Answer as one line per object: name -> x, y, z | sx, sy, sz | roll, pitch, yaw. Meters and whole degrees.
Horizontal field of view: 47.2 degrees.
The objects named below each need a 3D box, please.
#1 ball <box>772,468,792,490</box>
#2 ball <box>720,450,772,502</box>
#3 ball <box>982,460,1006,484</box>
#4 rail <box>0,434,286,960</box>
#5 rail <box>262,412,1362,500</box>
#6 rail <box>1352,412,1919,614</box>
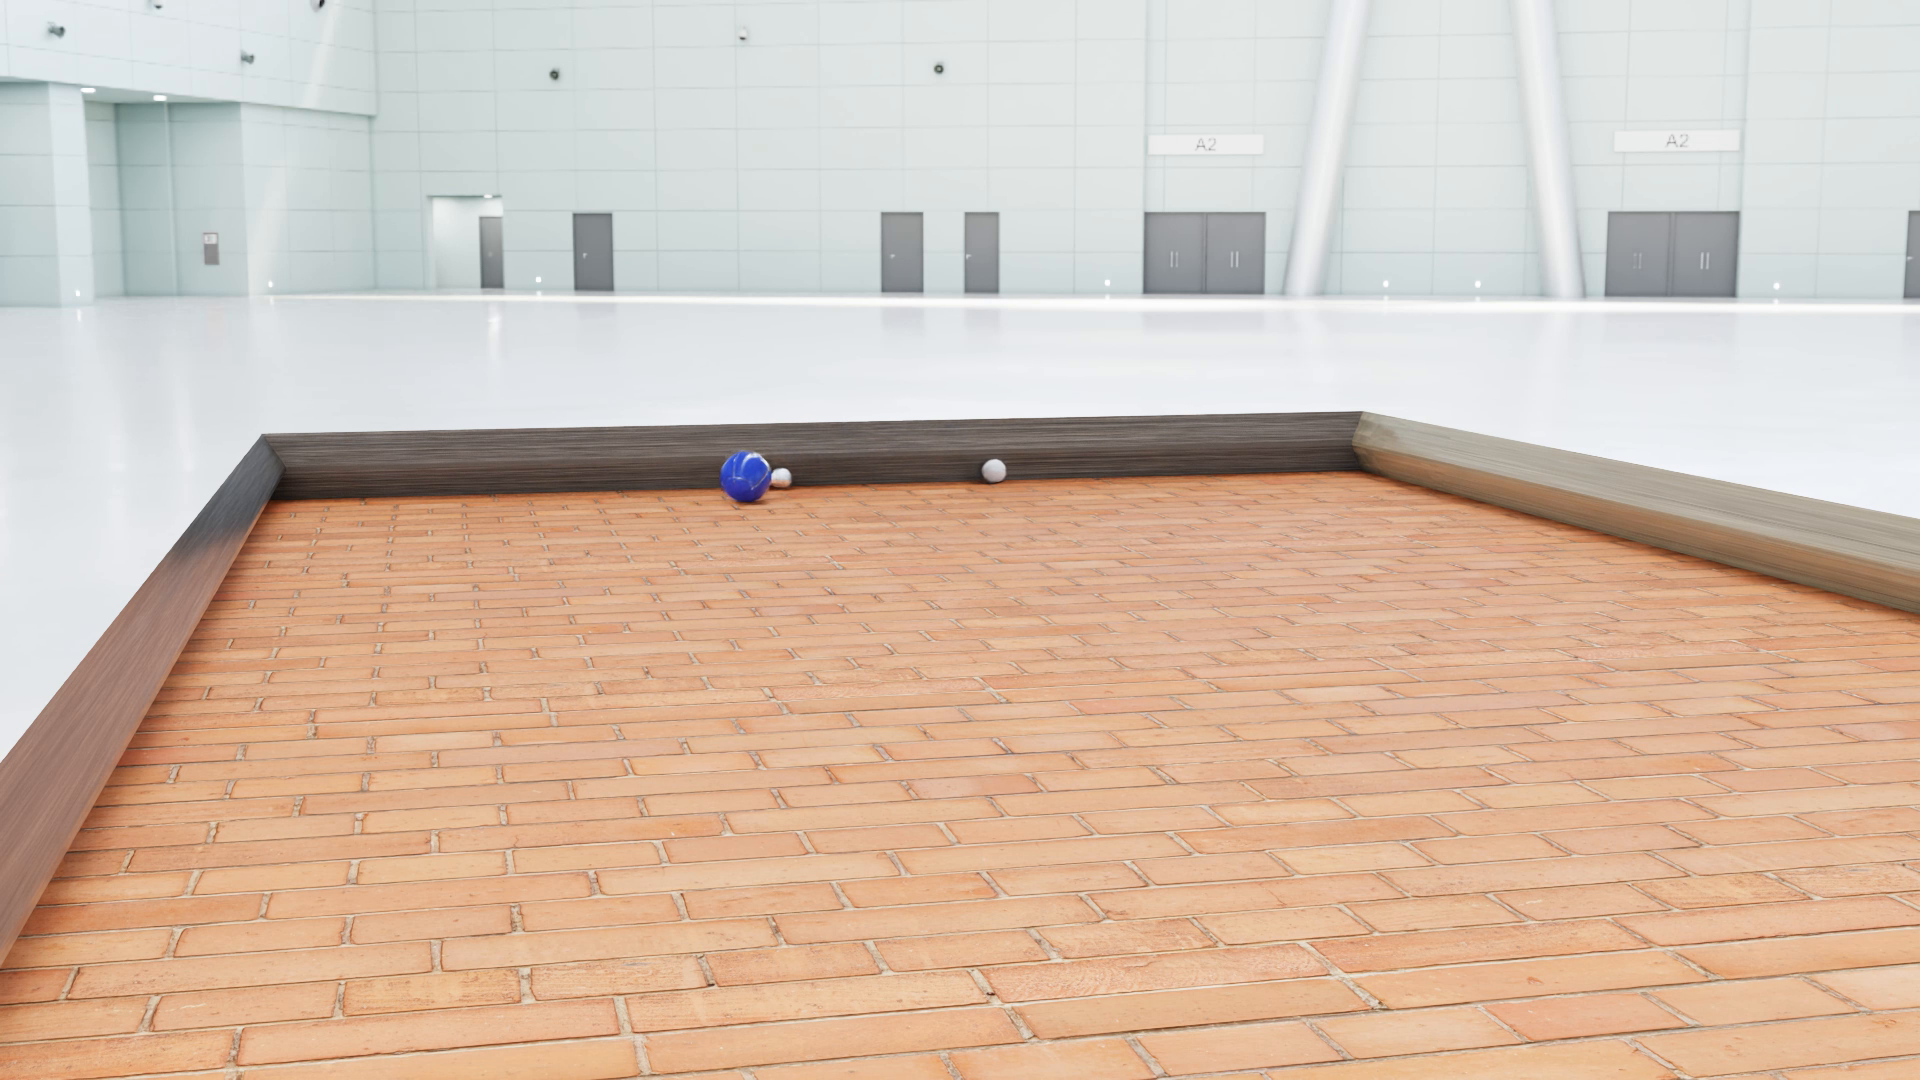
ball -> -0.363, -0.125, 4.461 | 0.044, 0.044, 0.044 | 0, 8, 0
ball -> -0.413, -0.123, 4.250 | 0.099, 0.099, 0.099 | 0, 8, 0
ball -> 0.070, -0.143, 4.565 | 0.050, 0.050, 0.050 | 0, 8, 0
rail -> -0.857, 0.133, 2.325 | 0.045, 0.129, 4.055 | -2, 8, -13
rail -> -0.232, -0.176, 4.515 | 2.299, 0.129, 0.045 | -2, 8, -13
rail -> 1.332, 0.060, 2.847 | 0.045, 0.129, 4.055 | -2, 8, -13
